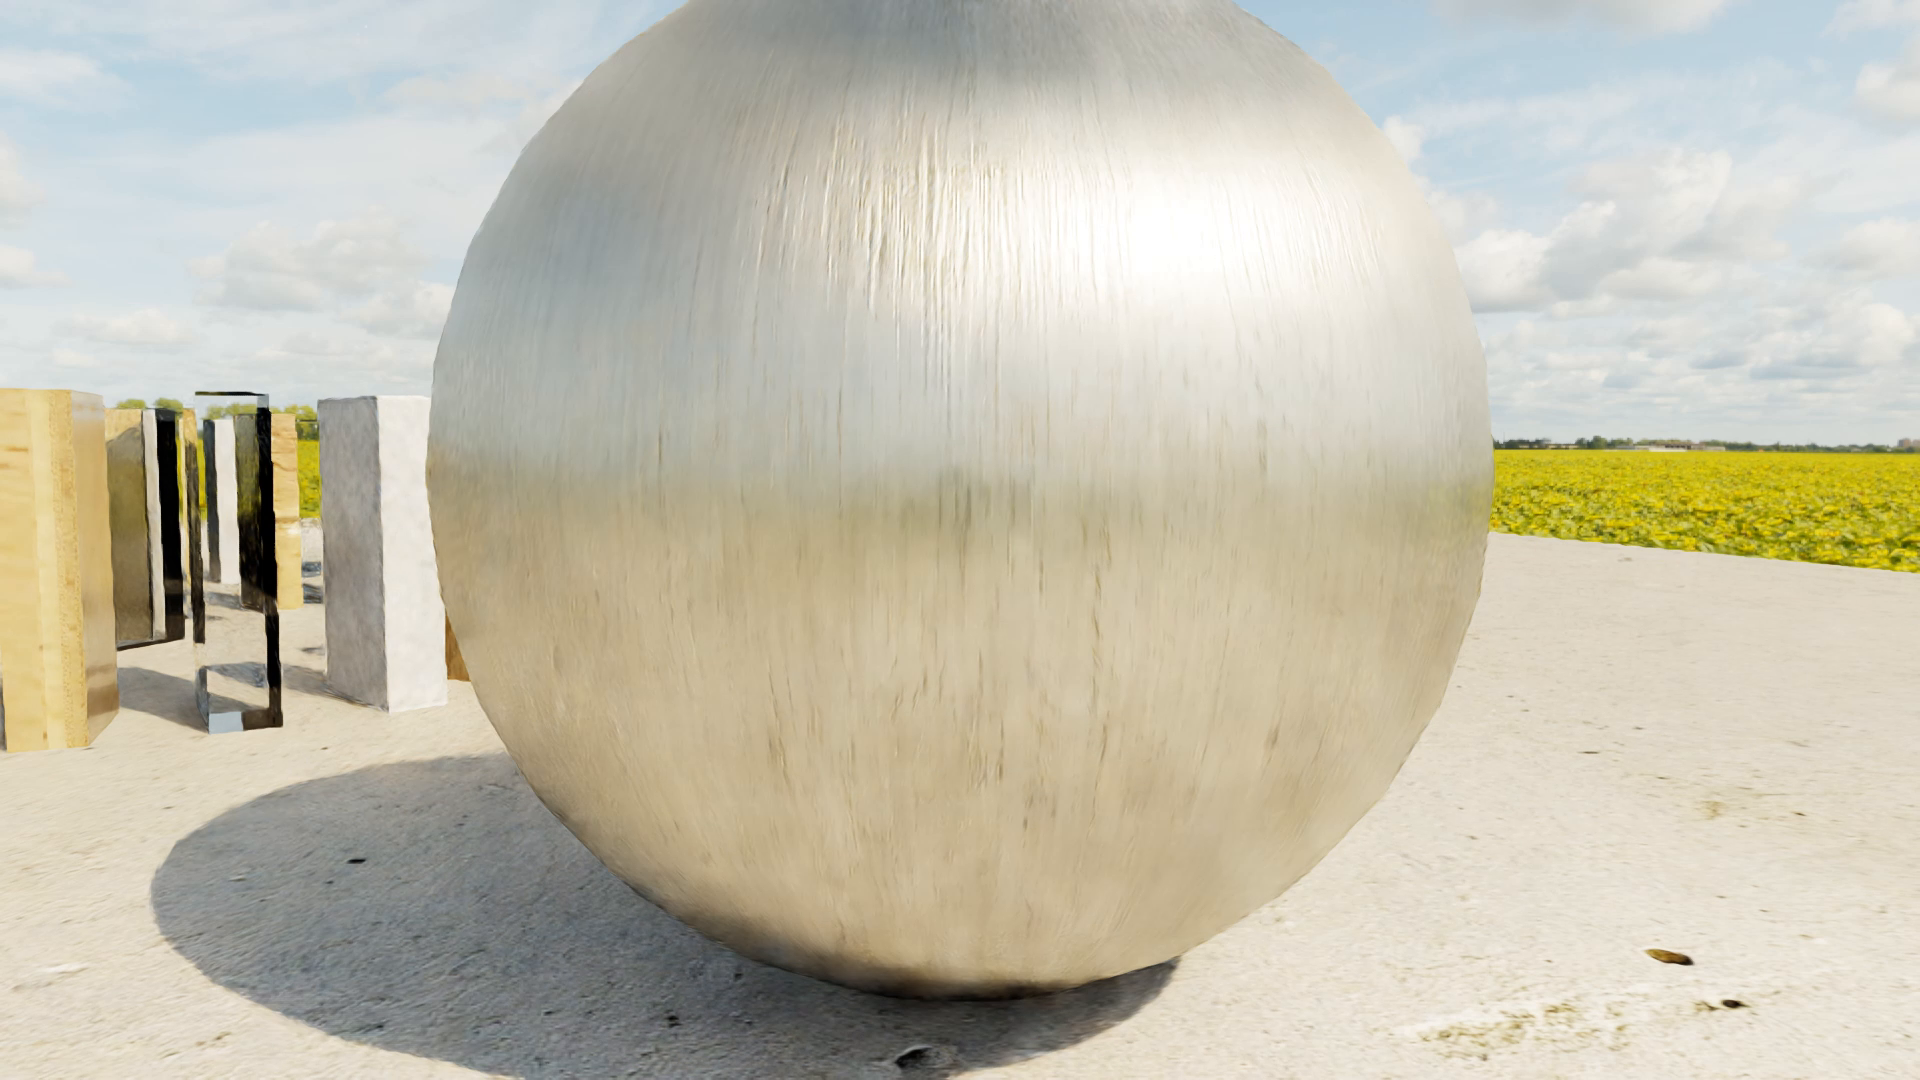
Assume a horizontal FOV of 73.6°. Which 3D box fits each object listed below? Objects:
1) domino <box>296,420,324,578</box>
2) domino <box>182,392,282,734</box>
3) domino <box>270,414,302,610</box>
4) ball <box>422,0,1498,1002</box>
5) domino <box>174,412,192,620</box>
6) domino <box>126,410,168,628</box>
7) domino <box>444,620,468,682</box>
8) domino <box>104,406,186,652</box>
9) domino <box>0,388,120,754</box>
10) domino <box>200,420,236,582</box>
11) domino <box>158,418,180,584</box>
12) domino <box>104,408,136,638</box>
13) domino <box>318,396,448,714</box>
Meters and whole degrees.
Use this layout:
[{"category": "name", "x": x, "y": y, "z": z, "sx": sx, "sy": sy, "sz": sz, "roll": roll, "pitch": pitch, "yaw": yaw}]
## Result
[{"category": "domino", "x": -0.215, "y": -0.014, "z": 0.420, "sx": 0.009, "sy": 0.050, "sz": 0.025, "roll": -2, "pitch": 5, "yaw": -25}, {"category": "domino", "x": -0.113, "y": 0.003, "z": 0.199, "sx": 0.010, "sy": 0.050, "sz": 0.025, "roll": -3, "pitch": 5, "yaw": -35}, {"category": "domino", "x": -0.182, "y": -0.008, "z": 0.337, "sx": 0.010, "sy": 0.050, "sz": 0.025, "roll": -4, "pitch": 6, "yaw": -42}, {"category": "ball", "x": 0.000, "y": -0.005, "z": 0.103, "sx": 0.080, "sy": 0.080, "sz": 0.080, "roll": 0, "pitch": 4, "yaw": 0}, {"category": "domino", "x": -0.196, "y": -0.006, "z": 0.320, "sx": 0.025, "sy": 0.050, "sz": 0.010, "roll": 2, "pitch": 5, "yaw": 29}, {"category": "domino", "x": -0.201, "y": -0.005, "z": 0.299, "sx": 0.025, "sy": 0.050, "sz": 0.010, "roll": 0, "pitch": 4, "yaw": -5}, {"category": "domino", "x": -0.084, "y": 0.000, "z": 0.231, "sx": 0.025, "sy": 0.050, "sz": 0.010, "roll": 2, "pitch": 5, "yaw": 25}, {"category": "domino", "x": -0.176, "y": -0.002, "z": 0.267, "sx": 0.010, "sy": 0.050, "sz": 0.025, "roll": 1, "pitch": 4, "yaw": 13}, {"category": "domino", "x": -0.132, "y": 0.003, "z": 0.188, "sx": 0.009, "sy": 0.050, "sz": 0.025, "roll": -2, "pitch": 5, "yaw": -25}, {"category": "domino", "x": -0.234, "y": -0.013, "z": 0.409, "sx": 0.009, "sy": 0.050, "sz": 0.025, "roll": -3, "pitch": 5, "yaw": -37}, {"category": "domino", "x": -0.250, "y": -0.012, "z": 0.394, "sx": 0.025, "sy": 0.050, "sz": 0.009, "roll": 4, "pitch": 6, "yaw": 41}, {"category": "domino", "x": -0.195, "y": -0.003, "z": 0.278, "sx": 0.025, "sy": 0.050, "sz": 0.009, "roll": -2, "pitch": 5, "yaw": -30}, {"category": "domino", "x": -0.096, "y": 0.002, "z": 0.213, "sx": 0.025, "sy": 0.050, "sz": 0.009, "roll": 4, "pitch": 6, "yaw": 44}]
